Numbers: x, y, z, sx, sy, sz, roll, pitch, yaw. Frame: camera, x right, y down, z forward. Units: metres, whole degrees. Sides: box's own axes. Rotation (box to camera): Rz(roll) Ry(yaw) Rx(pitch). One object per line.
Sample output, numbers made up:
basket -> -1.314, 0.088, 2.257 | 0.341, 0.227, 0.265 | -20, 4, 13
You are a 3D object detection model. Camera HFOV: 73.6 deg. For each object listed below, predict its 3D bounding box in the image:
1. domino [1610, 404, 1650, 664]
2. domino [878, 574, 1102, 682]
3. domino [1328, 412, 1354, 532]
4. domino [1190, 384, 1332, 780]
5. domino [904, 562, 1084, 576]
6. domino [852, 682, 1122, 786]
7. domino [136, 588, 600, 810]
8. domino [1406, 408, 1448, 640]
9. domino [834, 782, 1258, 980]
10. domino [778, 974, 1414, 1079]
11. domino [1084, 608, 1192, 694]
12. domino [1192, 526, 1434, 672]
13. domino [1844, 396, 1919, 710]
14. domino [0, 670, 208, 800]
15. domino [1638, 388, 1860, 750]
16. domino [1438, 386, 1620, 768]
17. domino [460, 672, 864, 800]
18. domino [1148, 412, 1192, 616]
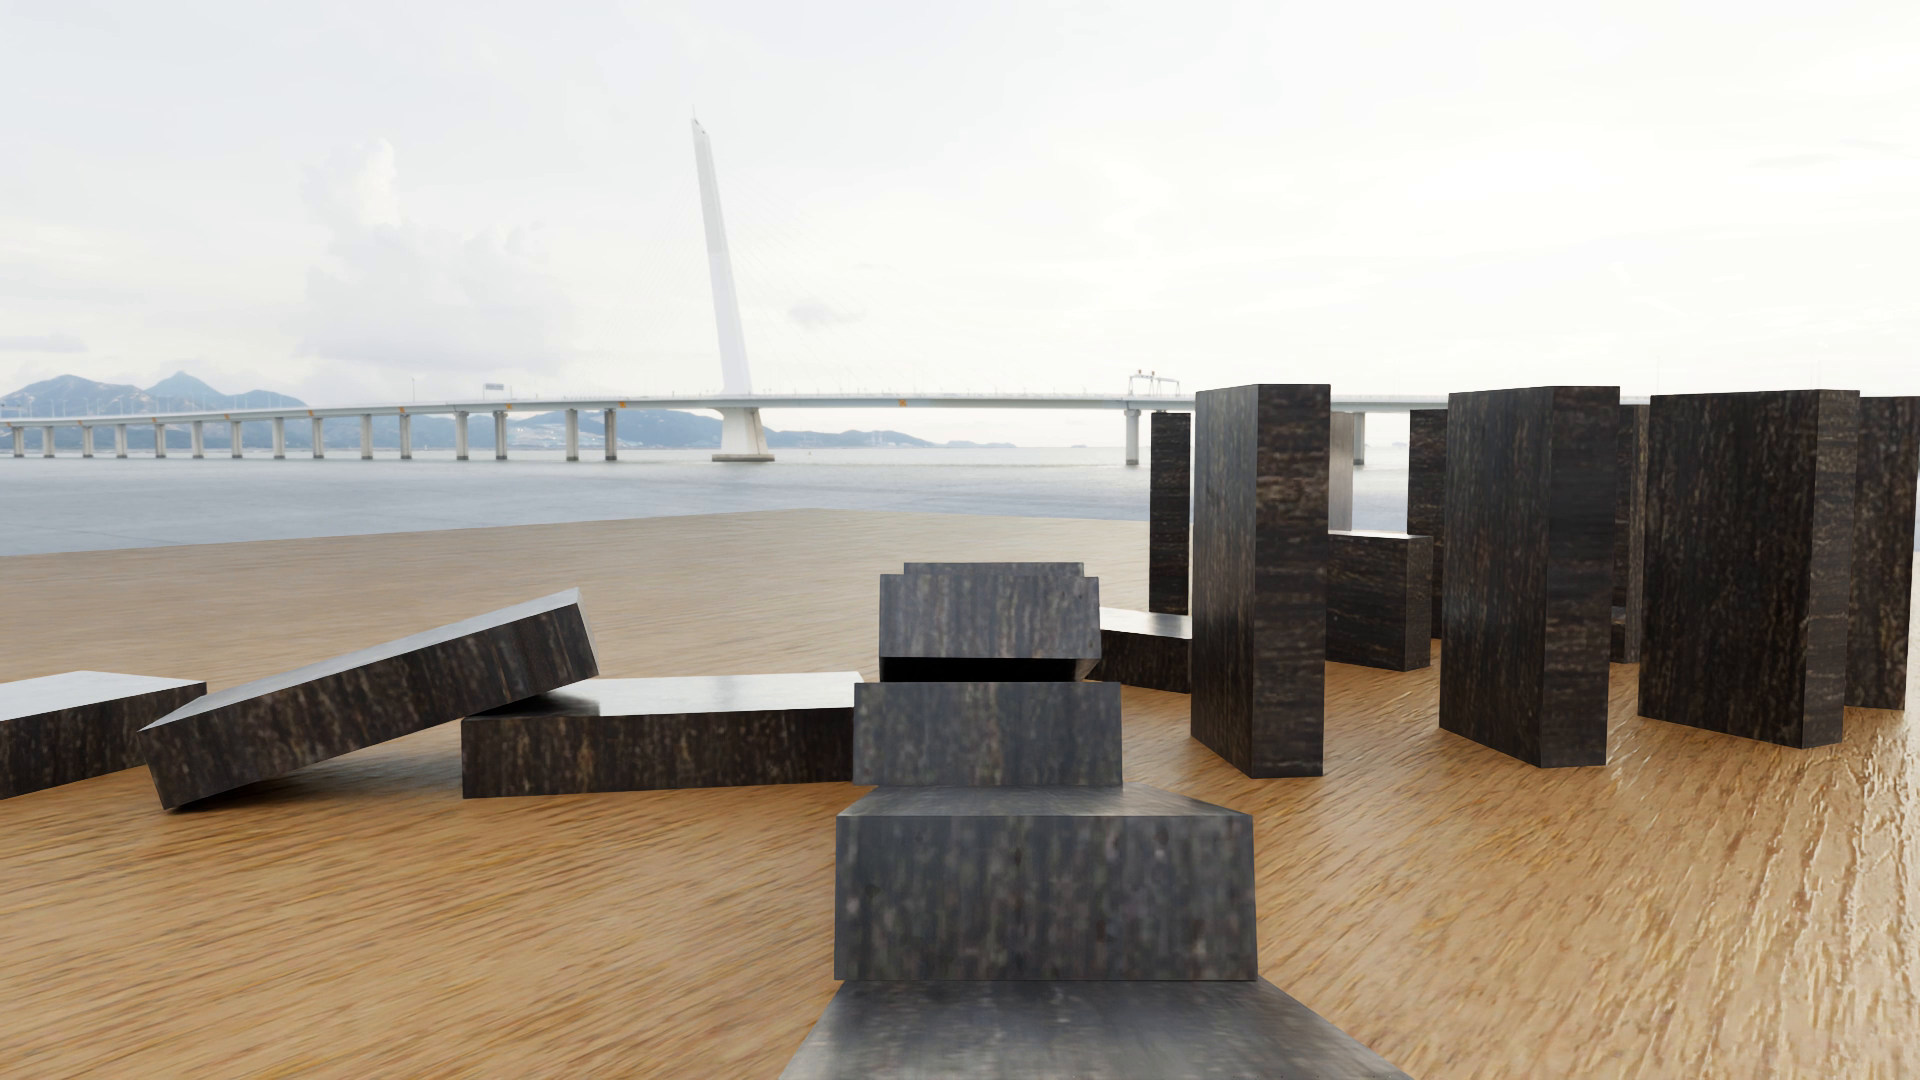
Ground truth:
domino -> 0.137, -0.002, 0.256 | 0.025, 0.050, 0.010 | -2, 5, -28
domino -> 0.002, 0.015, 0.169 | 0.025, 0.010, 0.050 | 1, -16, -3
domino -> 0.086, -0.006, 0.308 | 0.010, 0.050, 0.025 | 3, 5, 31
domino -> 0.040, 0.004, 0.174 | 0.010, 0.050, 0.025 | -1, 4, -8
domino -> 0.004, 0.014, 0.201 | 0.025, 0.010, 0.050 | 0, -16, -1
domino -> 0.002, 0.022, 0.144 | 0.025, 0.009, 0.050 | 0, -8, 0
domino -> -0.073, 0.019, 0.165 | 0.050, 0.010, 0.025 | -17, 7, -15
domino -> 0.111, -0.004, 0.289 | 0.009, 0.050, 0.025 | 4, 6, 42
domino -> 0.005, 0.025, 0.101 | 0.025, 0.010, 0.050 | 0, -8, 0
domino -> 0.005, 0.027, 0.057 | 0.025, 0.009, 0.050 | 0, -11, 1
domino -> 0.028, 0.020, 0.244 | 0.050, 0.010, 0.025 | 4, 6, 41
domino -> 0.070, 0.011, 0.260 | 0.009, 0.025, 0.050 | -4, 6, -41
domino -> 0.142, 0.002, 0.213 | 0.025, 0.050, 0.009 | 2, 5, 28
domino -> -0.125, 0.026, 0.160 | 0.025, 0.010, 0.050 | 2, 5, 21
domino -> 0.116, 0.003, 0.190 | 0.009, 0.050, 0.025 | -2, 5, -26
domino -> 0.079, 0.004, 0.180 | 0.009, 0.050, 0.025 | -1, 4, -10
domino -> -0.037, 0.025, 0.170 | 0.050, 0.010, 0.025 | -1, 4, -10
domino -> 0.053, -0.007, 0.321 | 0.010, 0.050, 0.025 | 1, 4, 10
